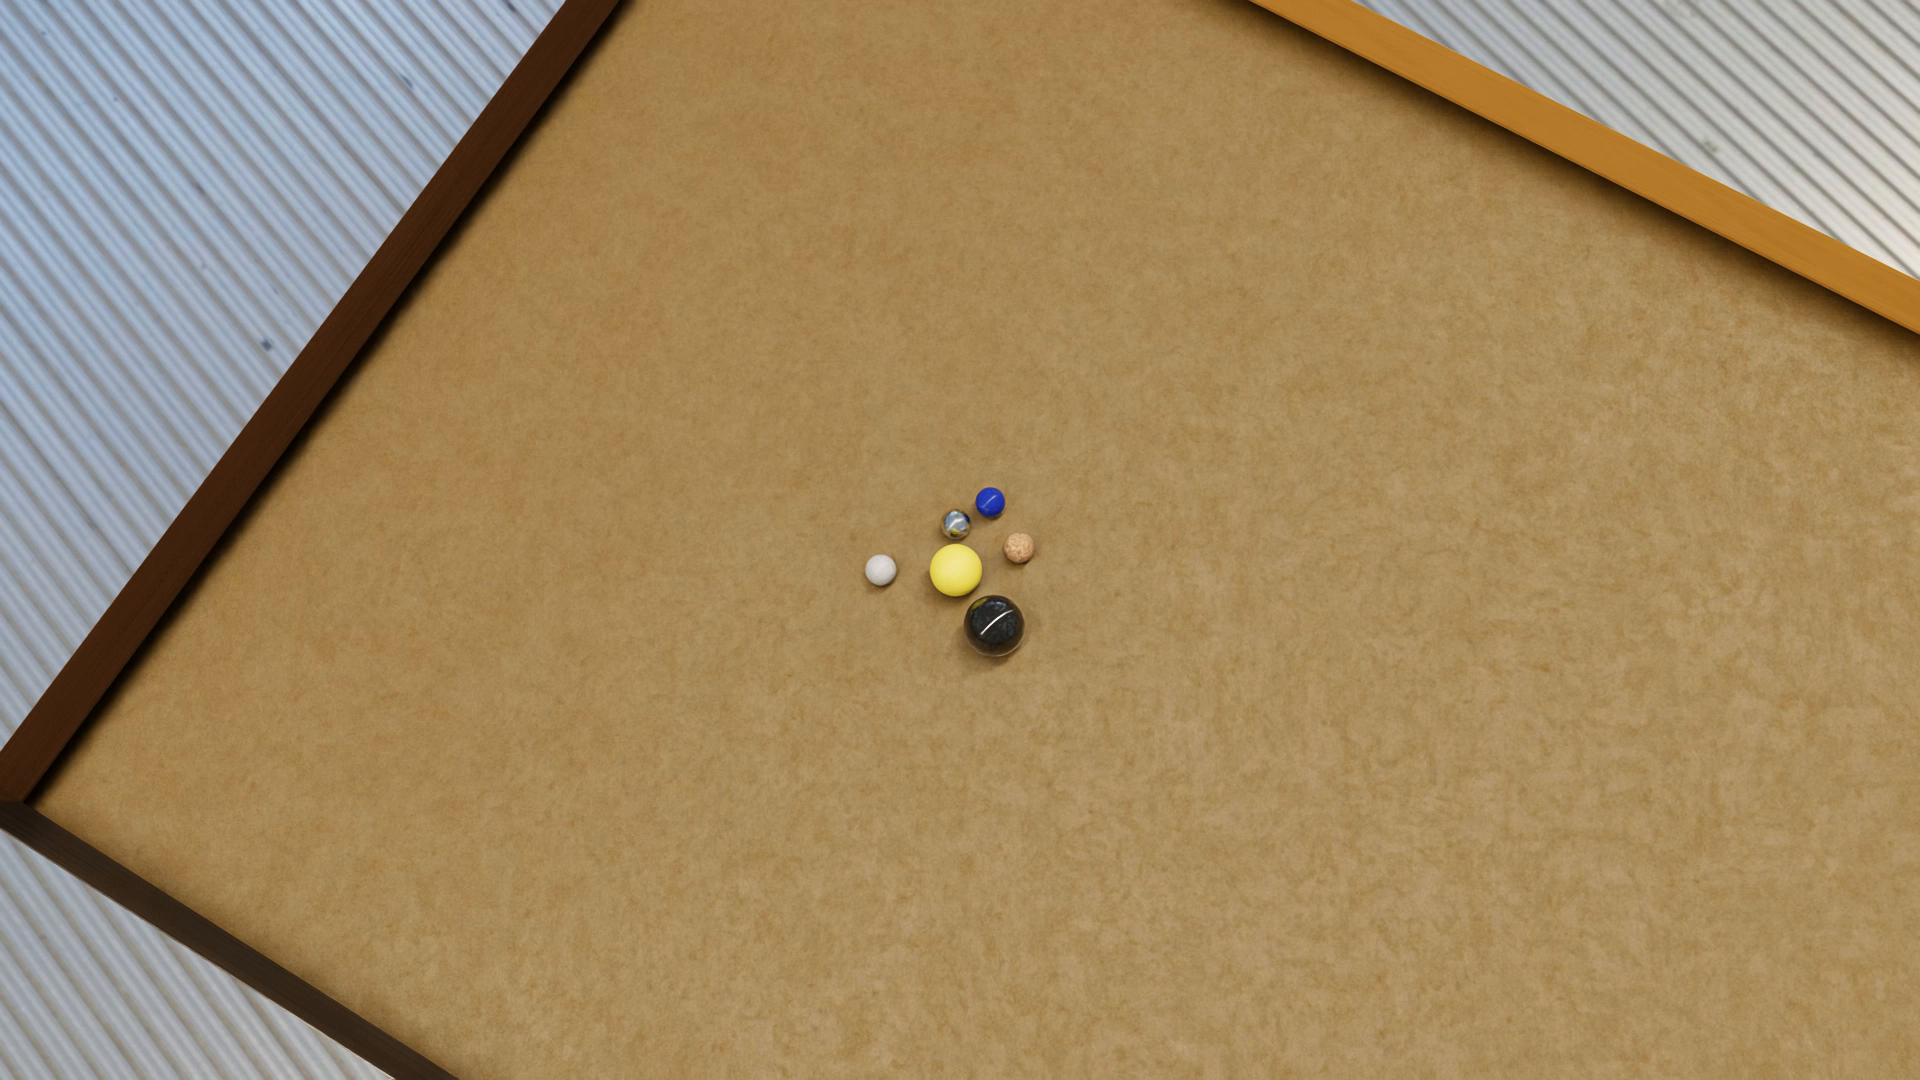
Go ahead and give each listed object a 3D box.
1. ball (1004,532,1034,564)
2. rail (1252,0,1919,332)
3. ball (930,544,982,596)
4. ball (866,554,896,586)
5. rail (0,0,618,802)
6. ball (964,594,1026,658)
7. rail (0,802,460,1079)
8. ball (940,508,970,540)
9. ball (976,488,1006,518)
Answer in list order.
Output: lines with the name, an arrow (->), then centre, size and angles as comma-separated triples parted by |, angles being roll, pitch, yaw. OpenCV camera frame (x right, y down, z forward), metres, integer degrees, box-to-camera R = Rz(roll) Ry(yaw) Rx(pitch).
ball -> 0.092, 0.012, 3.432 | 0.048, 0.048, 0.048 | 0, 71, 0
rail -> 1.441, -0.405, 3.536 | 4.111, 0.124, 0.045 | 29, 73, 10
ball -> -0.006, 0.047, 3.402 | 0.082, 0.082, 0.082 | 0, 71, 0
ball -> -0.123, 0.047, 3.419 | 0.049, 0.049, 0.049 | 0, 71, 0
rail -> -0.864, -0.493, 3.566 | 0.045, 0.124, 2.234 | 29, 73, 10
ball -> 0.052, 0.131, 3.365 | 0.096, 0.096, 0.096 | 0, 71, 0
rail -> 0.328, 1.372, 2.917 | 4.111, 0.124, 0.045 | 29, 73, 10
ball -> -0.007, -0.025, 3.444 | 0.049, 0.049, 0.049 | 0, 71, 0
ball -> 0.048, -0.059, 3.456 | 0.048, 0.048, 0.048 | 0, 71, 0
